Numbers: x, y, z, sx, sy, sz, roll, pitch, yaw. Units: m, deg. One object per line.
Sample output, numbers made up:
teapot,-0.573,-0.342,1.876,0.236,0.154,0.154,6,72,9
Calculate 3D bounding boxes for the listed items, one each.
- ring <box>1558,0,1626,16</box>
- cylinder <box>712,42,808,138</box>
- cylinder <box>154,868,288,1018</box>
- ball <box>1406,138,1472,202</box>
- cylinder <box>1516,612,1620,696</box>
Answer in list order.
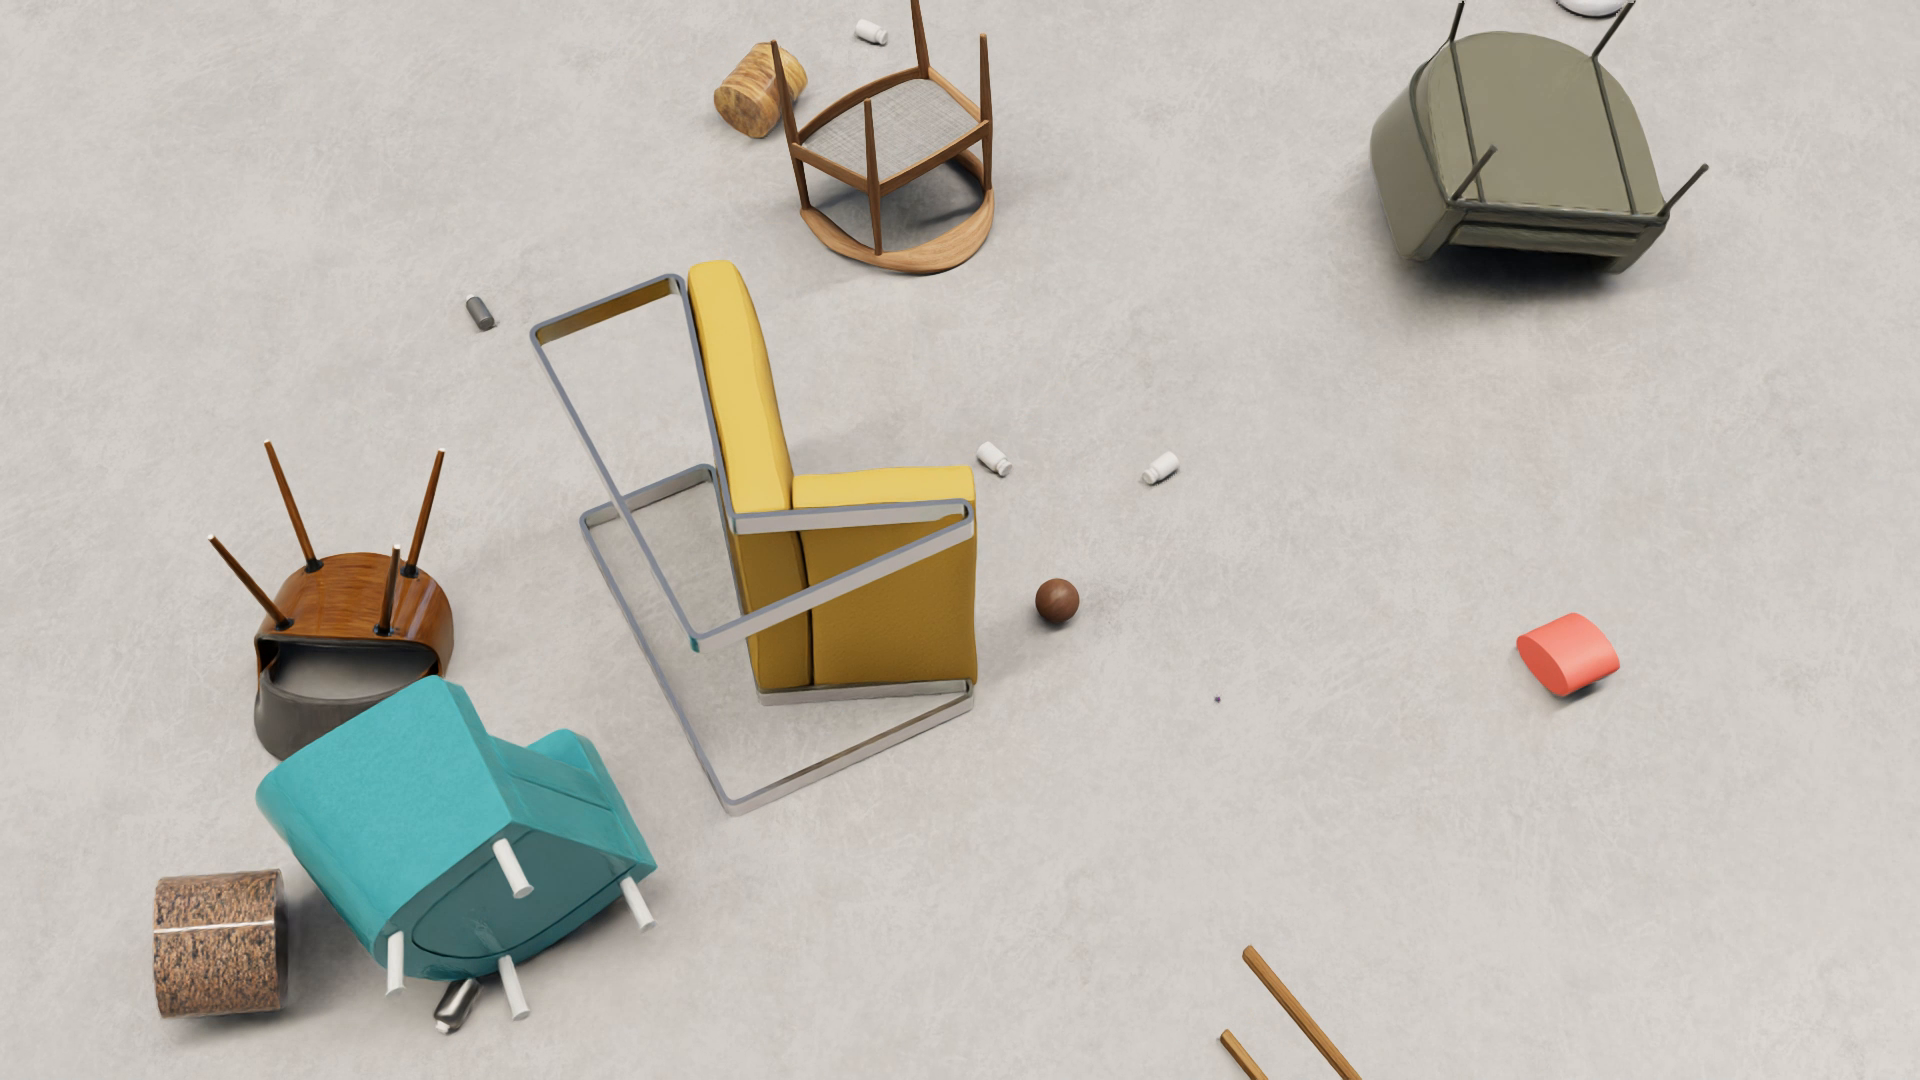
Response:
ring,2.255,-1.986,7.847,0.286,0.100,0.281,19,59,14
cylinder,-0.679,-1.533,7.482,0.224,0.197,0.249,34,61,-1
cylinder,-1.895,1.035,5.650,0.290,0.338,0.358,-2,82,-12
ball,1.583,-1.222,7.266,0.212,0.212,0.212,0,56,0
cylinder,1.731,0.324,6.265,0.175,0.140,0.239,-22,41,-14
